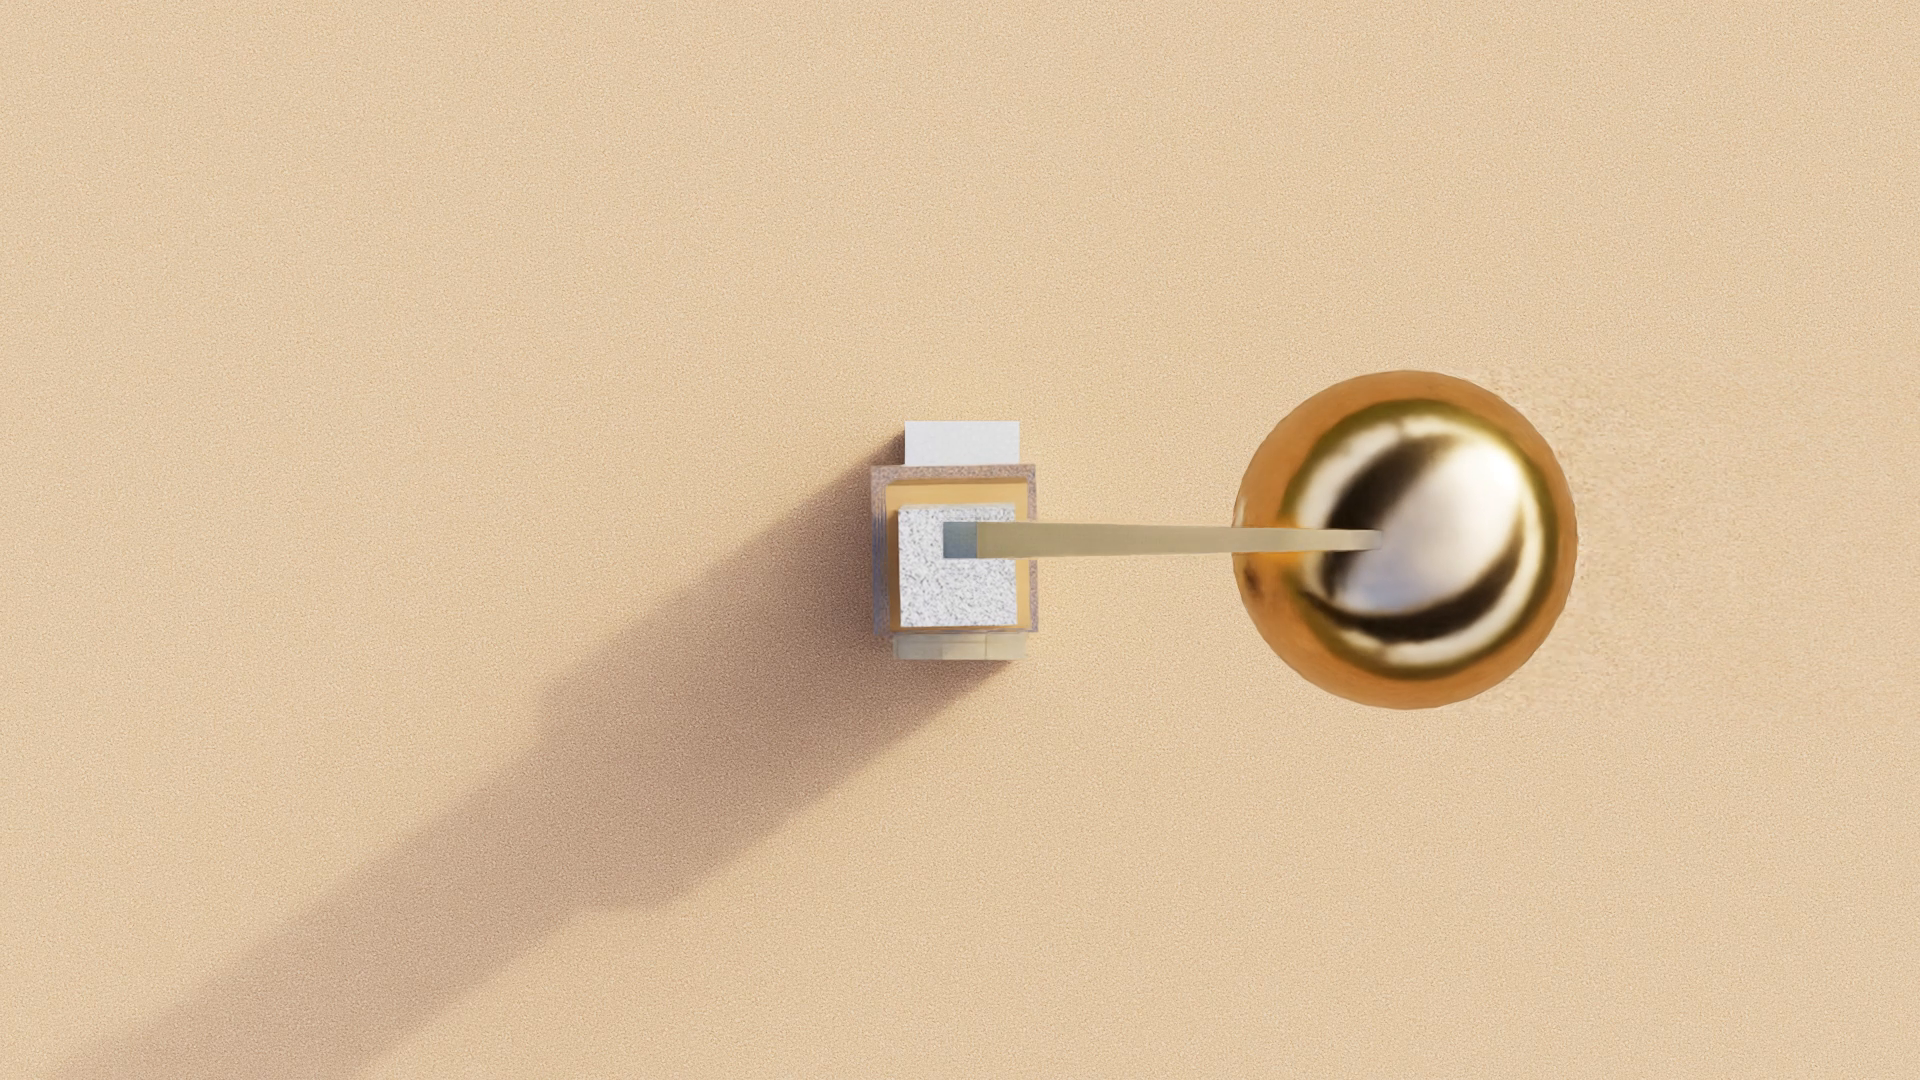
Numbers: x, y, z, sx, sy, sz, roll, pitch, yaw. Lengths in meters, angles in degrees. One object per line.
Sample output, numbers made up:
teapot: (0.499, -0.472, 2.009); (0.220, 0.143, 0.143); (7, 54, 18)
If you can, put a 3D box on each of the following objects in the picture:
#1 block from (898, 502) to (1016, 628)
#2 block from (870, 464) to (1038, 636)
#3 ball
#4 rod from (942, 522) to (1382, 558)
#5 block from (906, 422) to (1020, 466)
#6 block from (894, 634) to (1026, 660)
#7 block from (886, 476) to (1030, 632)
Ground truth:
block: (-0.005, 0.098, 9.229); (0.475, 0.440, 0.483); (-1, 94, 1)
block: (-0.023, 0.036, 11.112); (0.806, 0.713, 0.826); (-1, 92, 0)
ball: (2.074, 0.000, 10.322); (1.600, 1.600, 1.600); (0, 90, 0)
rod: (0.899, 0.000, 7.132); (0.080, 5.200, 0.080); (0, 90, 20)
block: (0.012, -0.357, 12.666); (0.641, 0.669, 0.621); (0, 90, 0)
block: (0.002, 0.319, 12.667); (0.740, 0.652, 0.704); (0, 90, 1)
block: (0.001, 0.050, 9.820); (0.608, 0.745, 0.627); (-1, 94, 1)
